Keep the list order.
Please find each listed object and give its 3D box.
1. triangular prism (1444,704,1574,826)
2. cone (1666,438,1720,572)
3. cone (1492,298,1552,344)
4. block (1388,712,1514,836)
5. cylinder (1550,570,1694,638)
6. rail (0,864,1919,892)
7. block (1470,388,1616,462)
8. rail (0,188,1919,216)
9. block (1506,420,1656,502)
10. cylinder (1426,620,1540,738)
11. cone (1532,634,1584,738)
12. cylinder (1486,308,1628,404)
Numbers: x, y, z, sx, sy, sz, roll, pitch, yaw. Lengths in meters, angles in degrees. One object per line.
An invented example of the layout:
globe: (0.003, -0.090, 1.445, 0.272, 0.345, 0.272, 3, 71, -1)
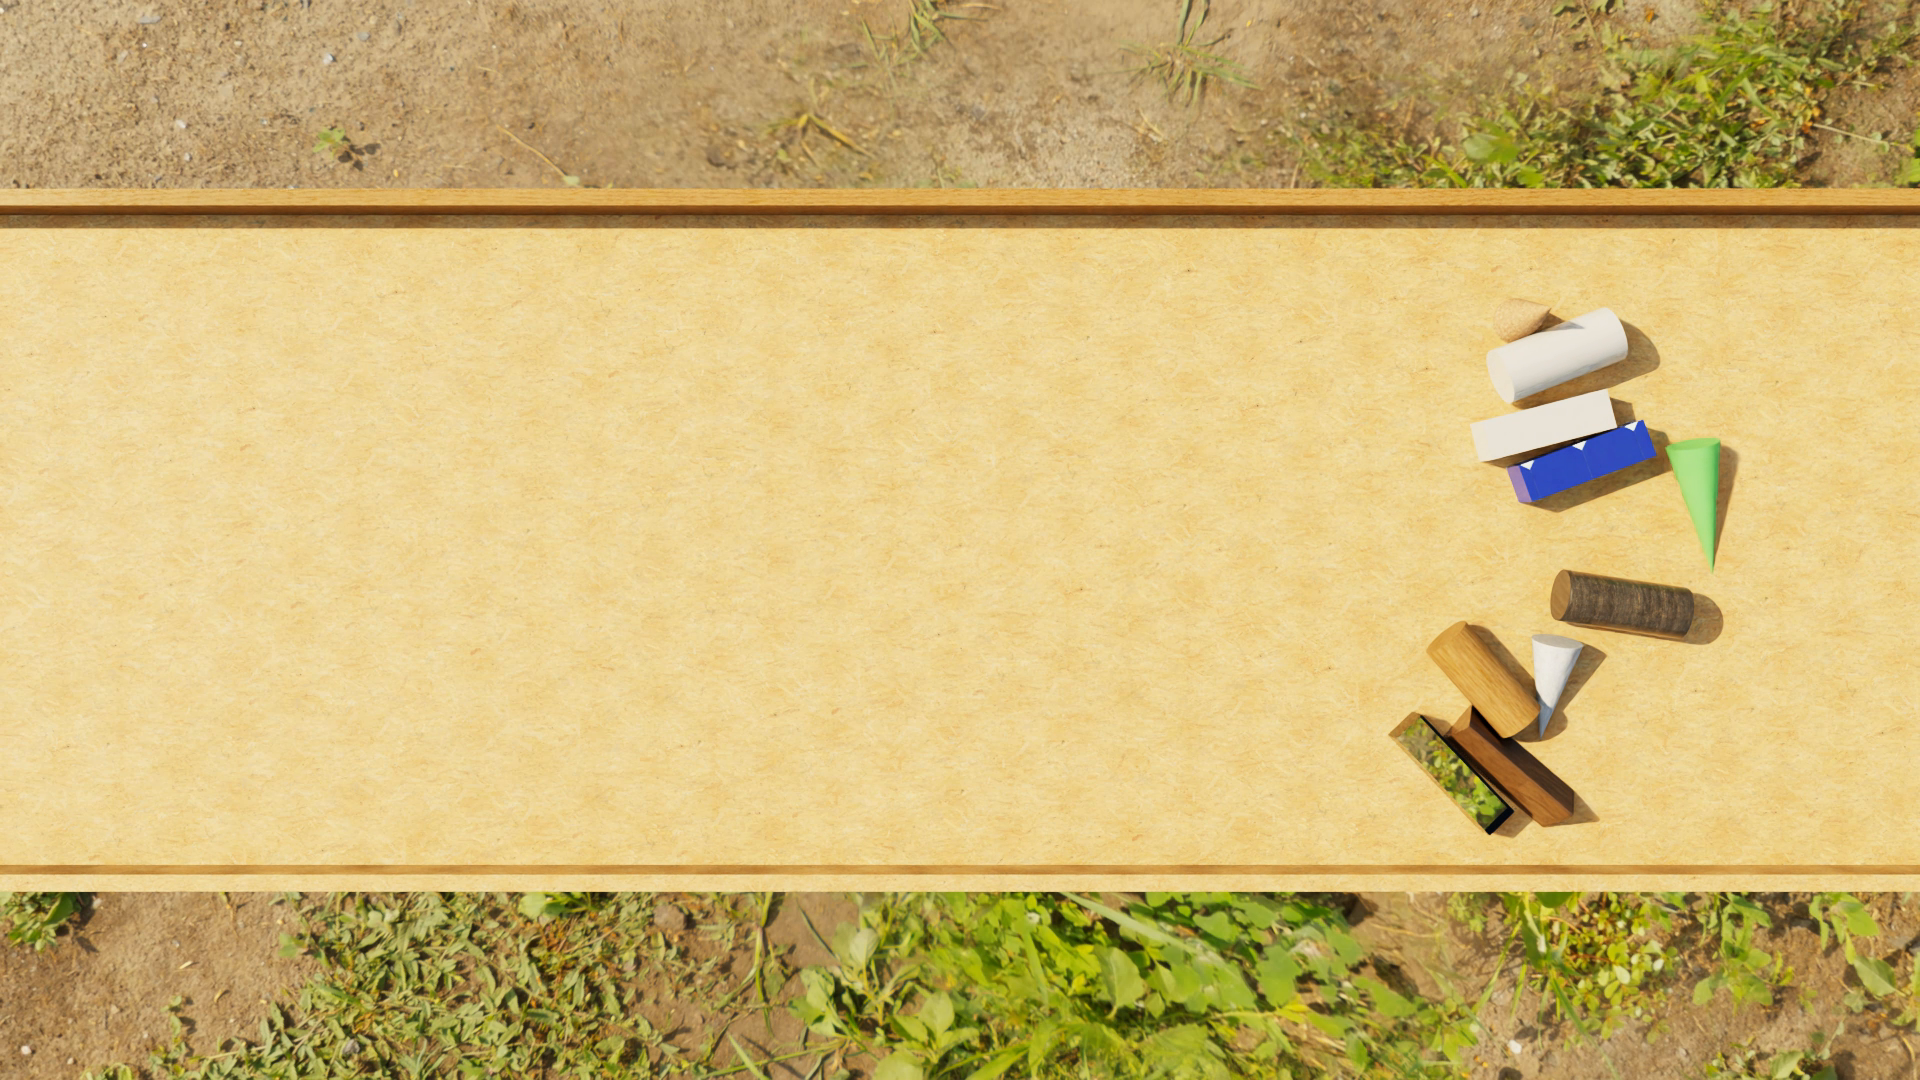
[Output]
triangular prism: (1.682, 0.694, 5.010, 0.412, 0.125, 0.144, 40, 90, 0)
cone: (2.268, -0.090, 5.039, 0.152, 0.152, 0.418, -13, 100, 0)
cone: (1.711, -0.673, 4.919, 0.143, 0.316, 0.143, 0, 90, 0)
block: (1.494, 0.709, 5.024, 0.105, 0.105, 0.405, -44, 90, 0)
cylinder: (2.003, 0.194, 4.997, 0.373, 0.157, 0.157, 9, 90, 0)
rail: (-2.247, 1.025, 5.001, 12.000, 0.150, 0.050, 0, 90, 0)
block: (1.772, -0.348, 5.016, 0.388, 0.121, 0.121, -15, 90, 0)
rail: (-2.247, -1.025, 5.002, 12.000, 0.150, 0.050, 0, 90, 0)
block: (1.888, -0.239, 5.019, 0.400, 0.116, 0.116, -20, 90, 0)
cylinder: (1.587, 0.422, 5.001, 0.150, 0.150, 0.342, -42, 90, 0)
cone: (1.799, 0.462, 5.040, 0.150, 0.150, 0.321, 5, 103, 0)
cylinder: (1.805, -0.559, 4.991, 0.364, 0.172, 0.172, -21, 90, 0)
